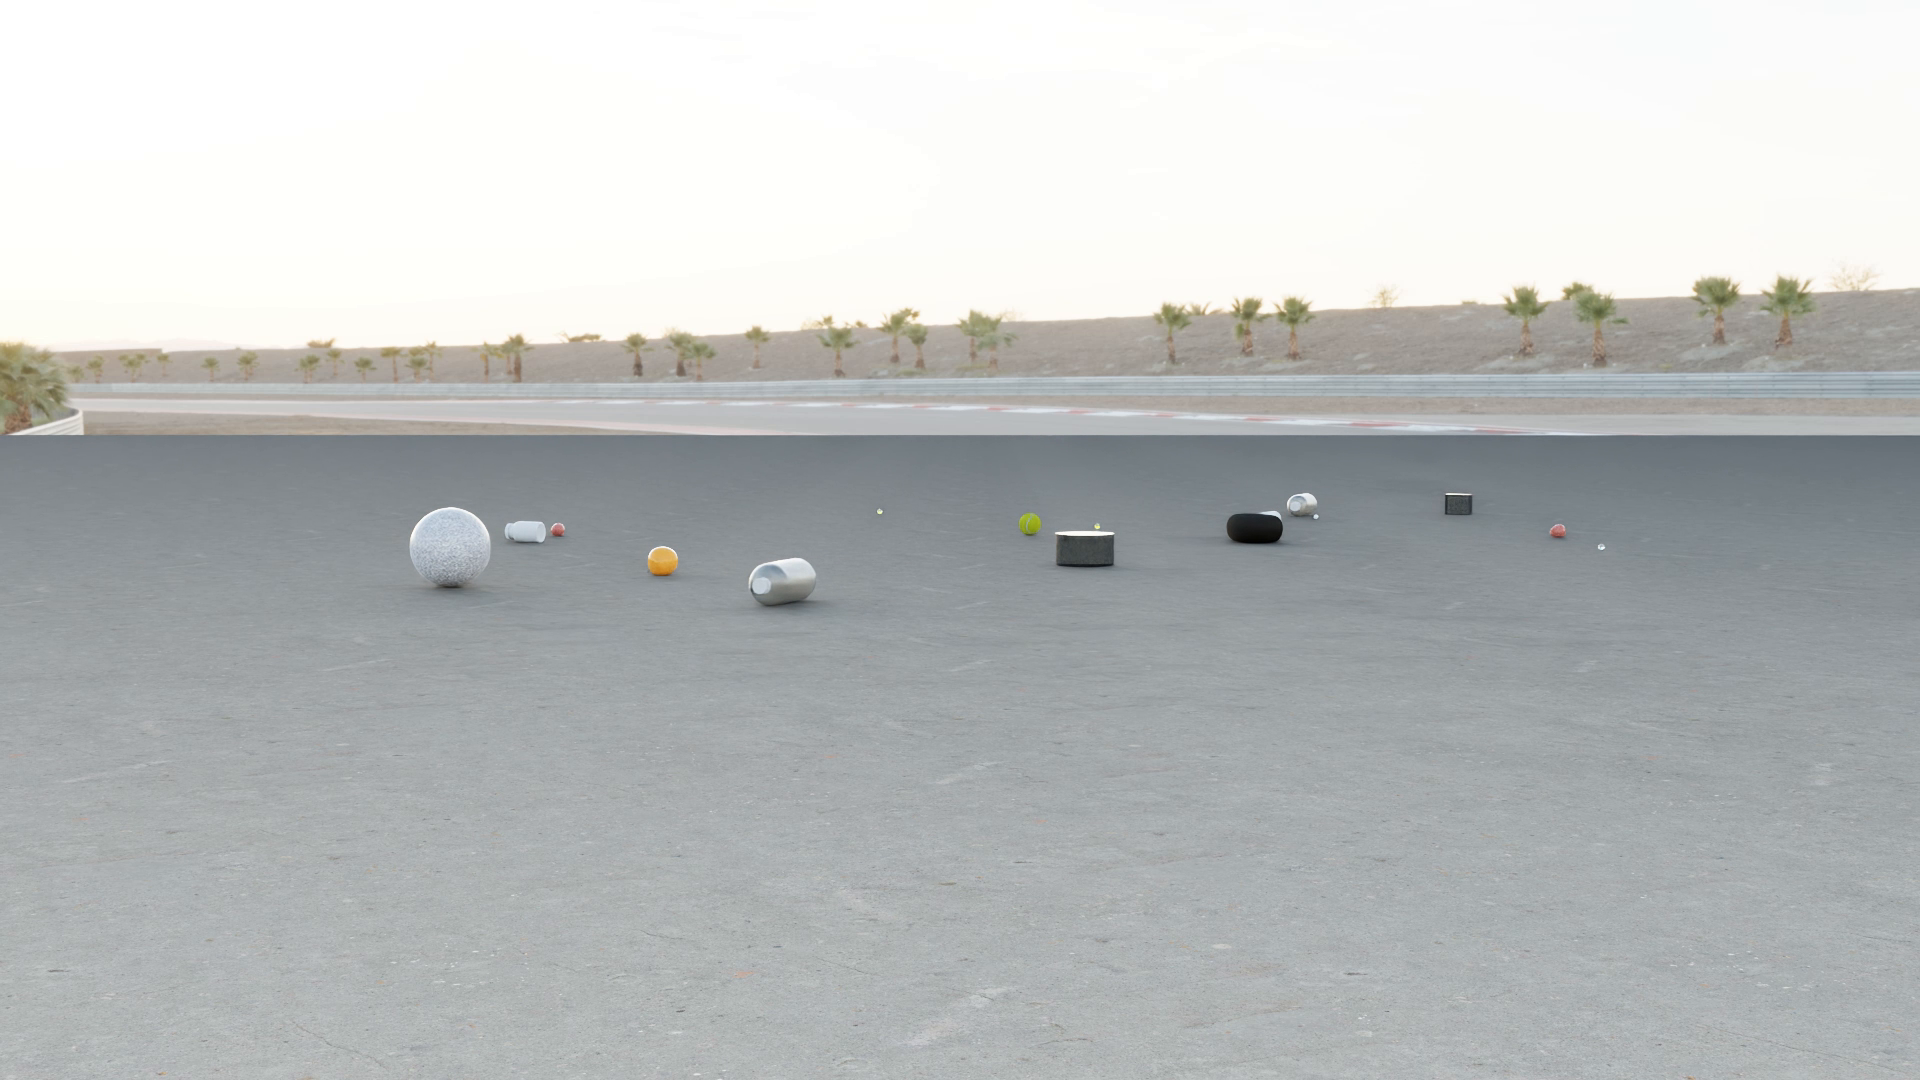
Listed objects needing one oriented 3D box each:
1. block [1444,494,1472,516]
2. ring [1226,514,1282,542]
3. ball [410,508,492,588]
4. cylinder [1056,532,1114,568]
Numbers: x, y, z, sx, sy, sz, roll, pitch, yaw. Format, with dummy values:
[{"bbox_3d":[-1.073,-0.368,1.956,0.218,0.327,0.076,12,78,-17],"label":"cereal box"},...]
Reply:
[{"bbox_3d":[1.787,-0.128,7.880,0.084,0.072,0.050,2,4,29],"label":"block"},{"bbox_3d":[0.871,-0.035,6.503,0.166,0.078,0.268,2,3,8],"label":"ring"},{"bbox_3d":[-1.154,0.017,4.983,0.180,0.180,0.180,0,4,0],"label":"ball"},{"bbox_3d":[0.319,0.023,5.621,0.149,0.080,0.152,-1,4,-16],"label":"cylinder"}]
